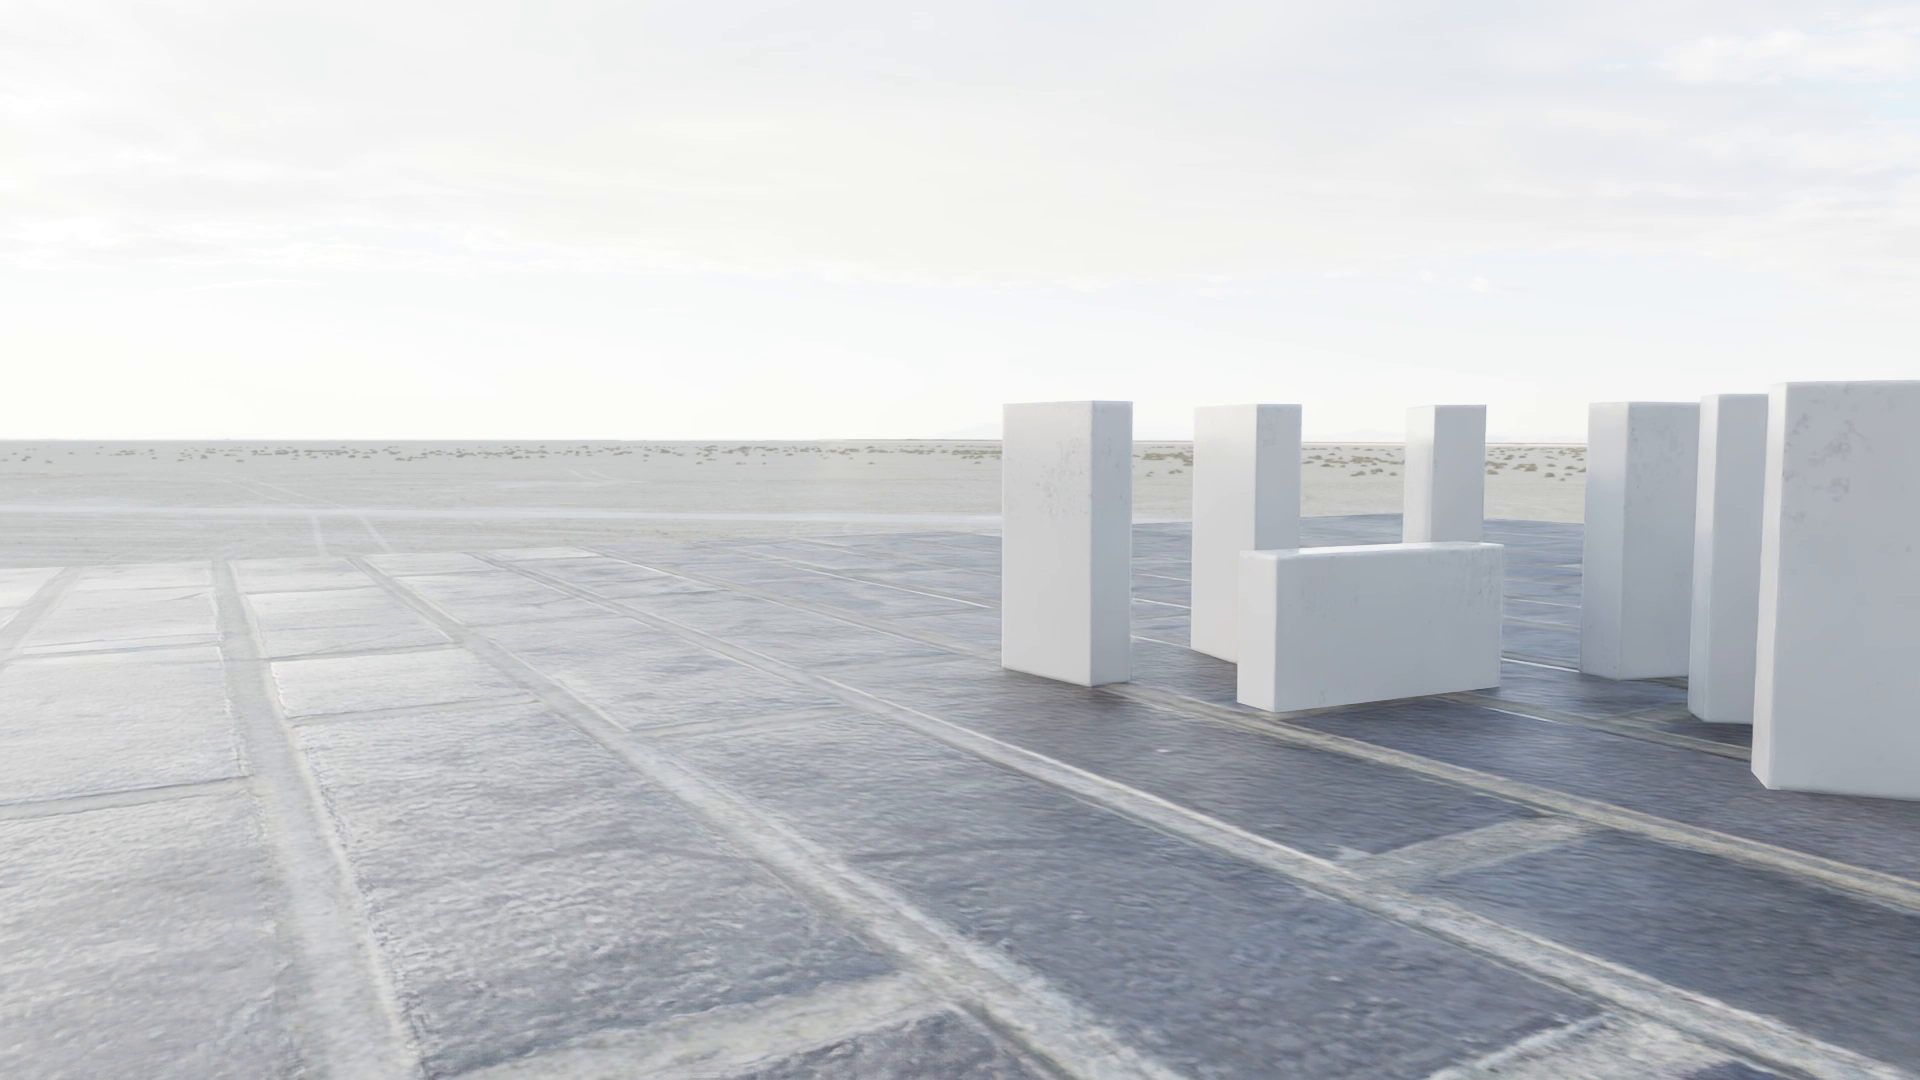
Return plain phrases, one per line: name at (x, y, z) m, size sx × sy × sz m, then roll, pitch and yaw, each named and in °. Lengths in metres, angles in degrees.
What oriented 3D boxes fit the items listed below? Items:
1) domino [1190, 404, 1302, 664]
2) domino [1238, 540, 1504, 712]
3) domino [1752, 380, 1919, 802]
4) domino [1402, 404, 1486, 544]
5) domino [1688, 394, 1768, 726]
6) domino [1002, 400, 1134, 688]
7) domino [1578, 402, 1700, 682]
domino at (0.056, -0.001, 0.254) m, size 0.010 × 0.050 × 0.025 m, roll -1°, pitch 4°, yaw -17°
domino at (0.070, 0.014, 0.218) m, size 0.050 × 0.025 × 0.009 m, roll -2°, pitch 5°, yaw -26°
domino at (0.113, 0.006, 0.156) m, size 0.025 × 0.050 × 0.009 m, roll 2°, pitch 5°, yaw 21°
domino at (0.097, -0.002, 0.259) m, size 0.010 × 0.050 × 0.025 m, roll 1°, pitch 4°, yaw 7°
domino at (0.127, 0.003, 0.195) m, size 0.025 × 0.050 × 0.010 m, roll 1°, pitch 4°, yaw 16°
domino at (0.019, 0.000, 0.235) m, size 0.010 × 0.050 × 0.025 m, roll -3°, pitch 5°, yaw -37°
domino at (0.129, 0.000, 0.236) m, size 0.025 × 0.050 × 0.010 m, roll -1°, pitch 4°, yaw -17°
